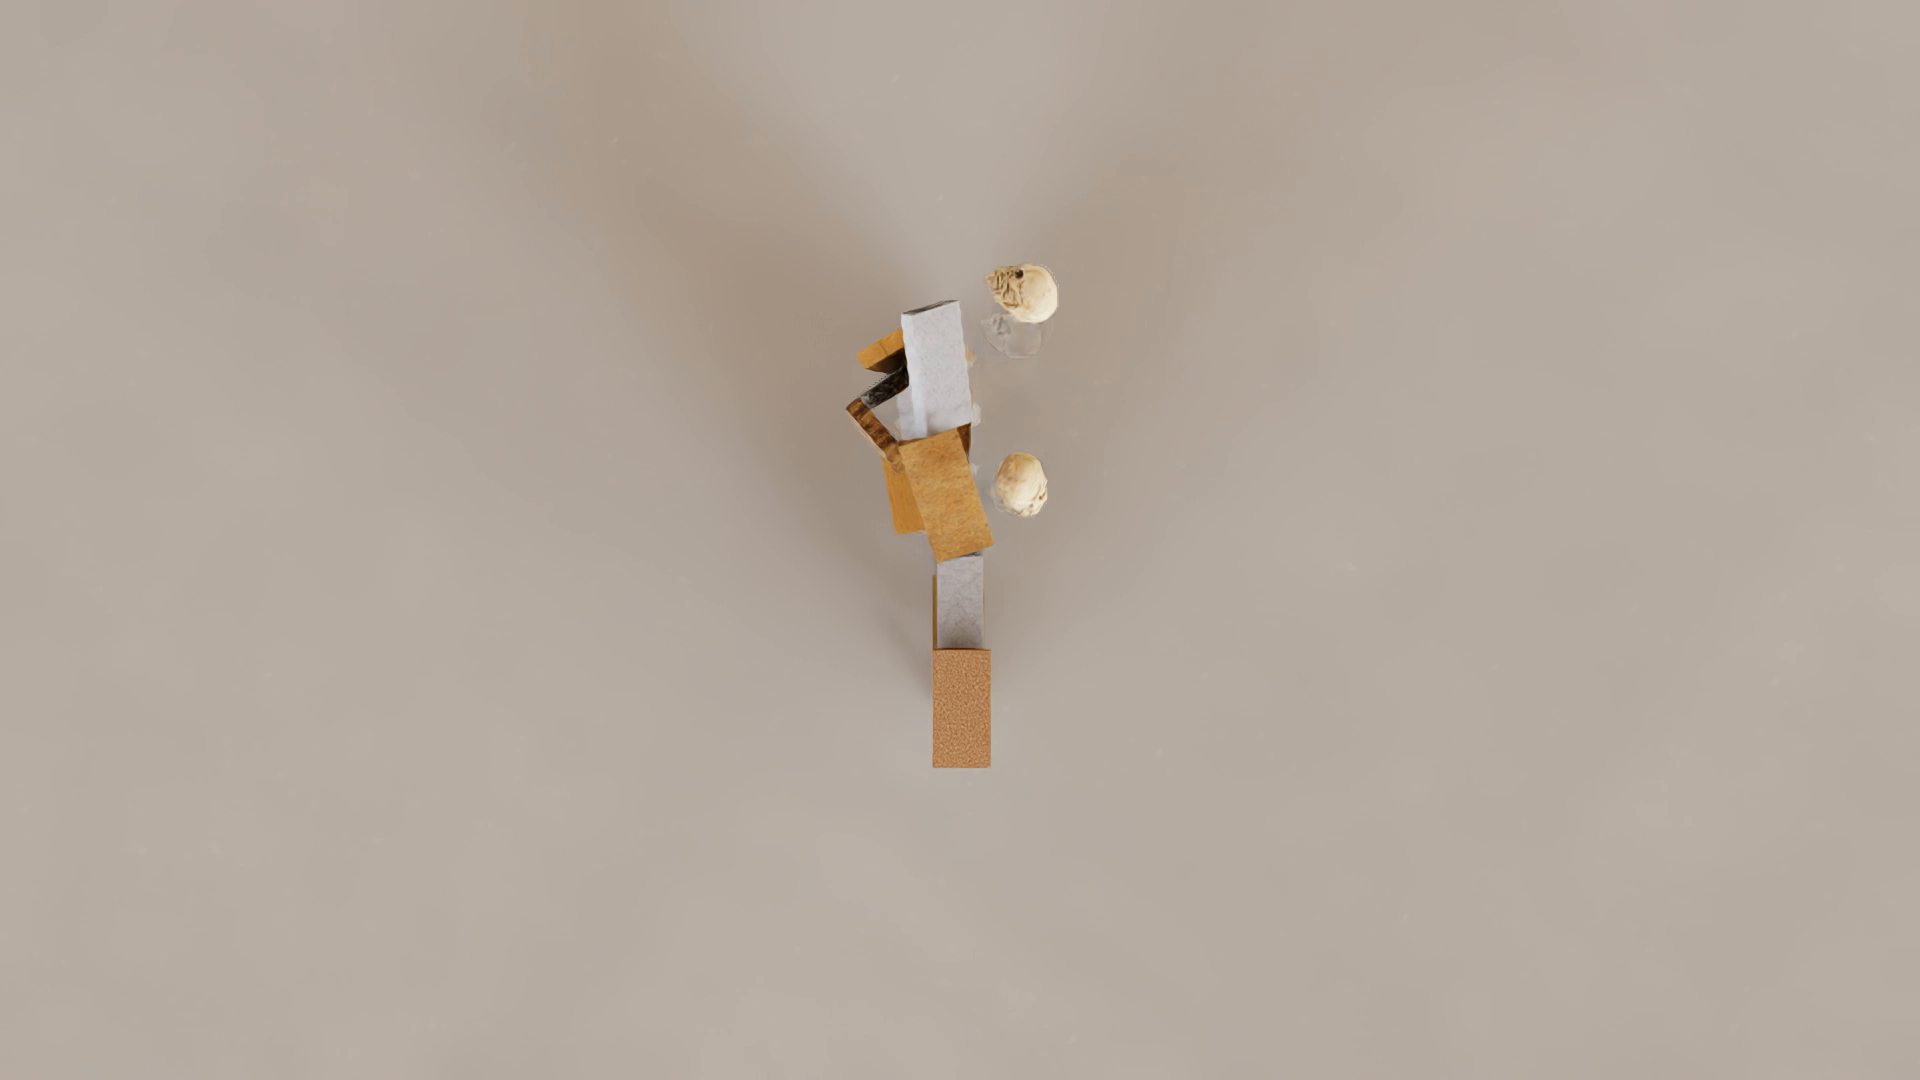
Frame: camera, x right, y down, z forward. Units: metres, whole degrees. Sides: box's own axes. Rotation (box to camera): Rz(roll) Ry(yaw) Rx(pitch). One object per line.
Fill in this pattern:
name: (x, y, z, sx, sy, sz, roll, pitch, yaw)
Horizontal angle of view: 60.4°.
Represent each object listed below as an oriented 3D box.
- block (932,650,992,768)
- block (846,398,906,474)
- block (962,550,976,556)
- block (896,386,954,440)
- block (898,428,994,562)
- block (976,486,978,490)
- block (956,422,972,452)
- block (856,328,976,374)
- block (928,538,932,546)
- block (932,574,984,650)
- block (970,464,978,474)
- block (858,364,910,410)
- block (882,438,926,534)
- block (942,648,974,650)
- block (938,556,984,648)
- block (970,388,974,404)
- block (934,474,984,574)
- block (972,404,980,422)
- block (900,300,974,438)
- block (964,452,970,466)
block: (0.005, 0.444, 4.349, 0.154, 0.044, 0.309, 0, 90, 0)
block: (-0.217, -0.273, 4.389, 0.044, 0.311, 0.155, -41, 81, -2)
block: (0.000, 0.088, 4.701, 0.087, 0.025, 0.174, -1, 90, 0)
block: (-0.093, -0.302, 4.847, 0.153, 0.043, 0.305, -7, 89, 7)
block: (-0.033, -0.113, 4.208, 0.155, 0.044, 0.311, -18, 91, 0)
block: (-0.035, -0.108, 4.738, 0.126, 0.336, 0.036, -1, 102, 10)
block: (-0.038, -0.325, 5.194, 0.140, 0.040, 0.281, 4, 90, 6)
block: (-0.105, -0.542, 4.856, 0.161, 1.279, 0.046, -29, 90, 8)
block: (-0.006, -0.020, 4.462, 0.155, 0.456, 0.044, -7, 87, 0)
block: (-0.005, 0.257, 4.909, 0.154, 0.044, 0.308, 0, 90, 0)
block: (-0.025, -0.229, 5.353, 0.140, 0.281, 0.040, 5, 90, 6)
block: (-0.166, -0.429, 4.461, 0.161, 0.322, 0.046, -36, 97, -18)
block: (-0.136, -0.149, 4.562, 0.126, 0.036, 0.252, -10, 93, 10)
block: (-0.004, 0.268, 4.693, 0.091, 0.026, 0.182, 0, 90, 0)
block: (0.001, 0.167, 4.417, 0.122, 0.035, 0.245, 0, 90, 0)
block: (-0.050, -0.428, 5.020, 0.153, 0.305, 0.043, 3, 100, 6)
block: (-0.005, -0.047, 4.936, 0.149, 0.042, 0.298, -1, 90, 0)
block: (-0.014, -0.417, 5.354, 0.140, 0.281, 0.040, 4, 90, 5)
block: (-0.058, -0.441, 4.244, 0.161, 0.046, 0.322, -24, 116, -38)
block: (-0.064, -0.235, 5.020, 0.153, 0.305, 0.043, 2, 98, 7)
